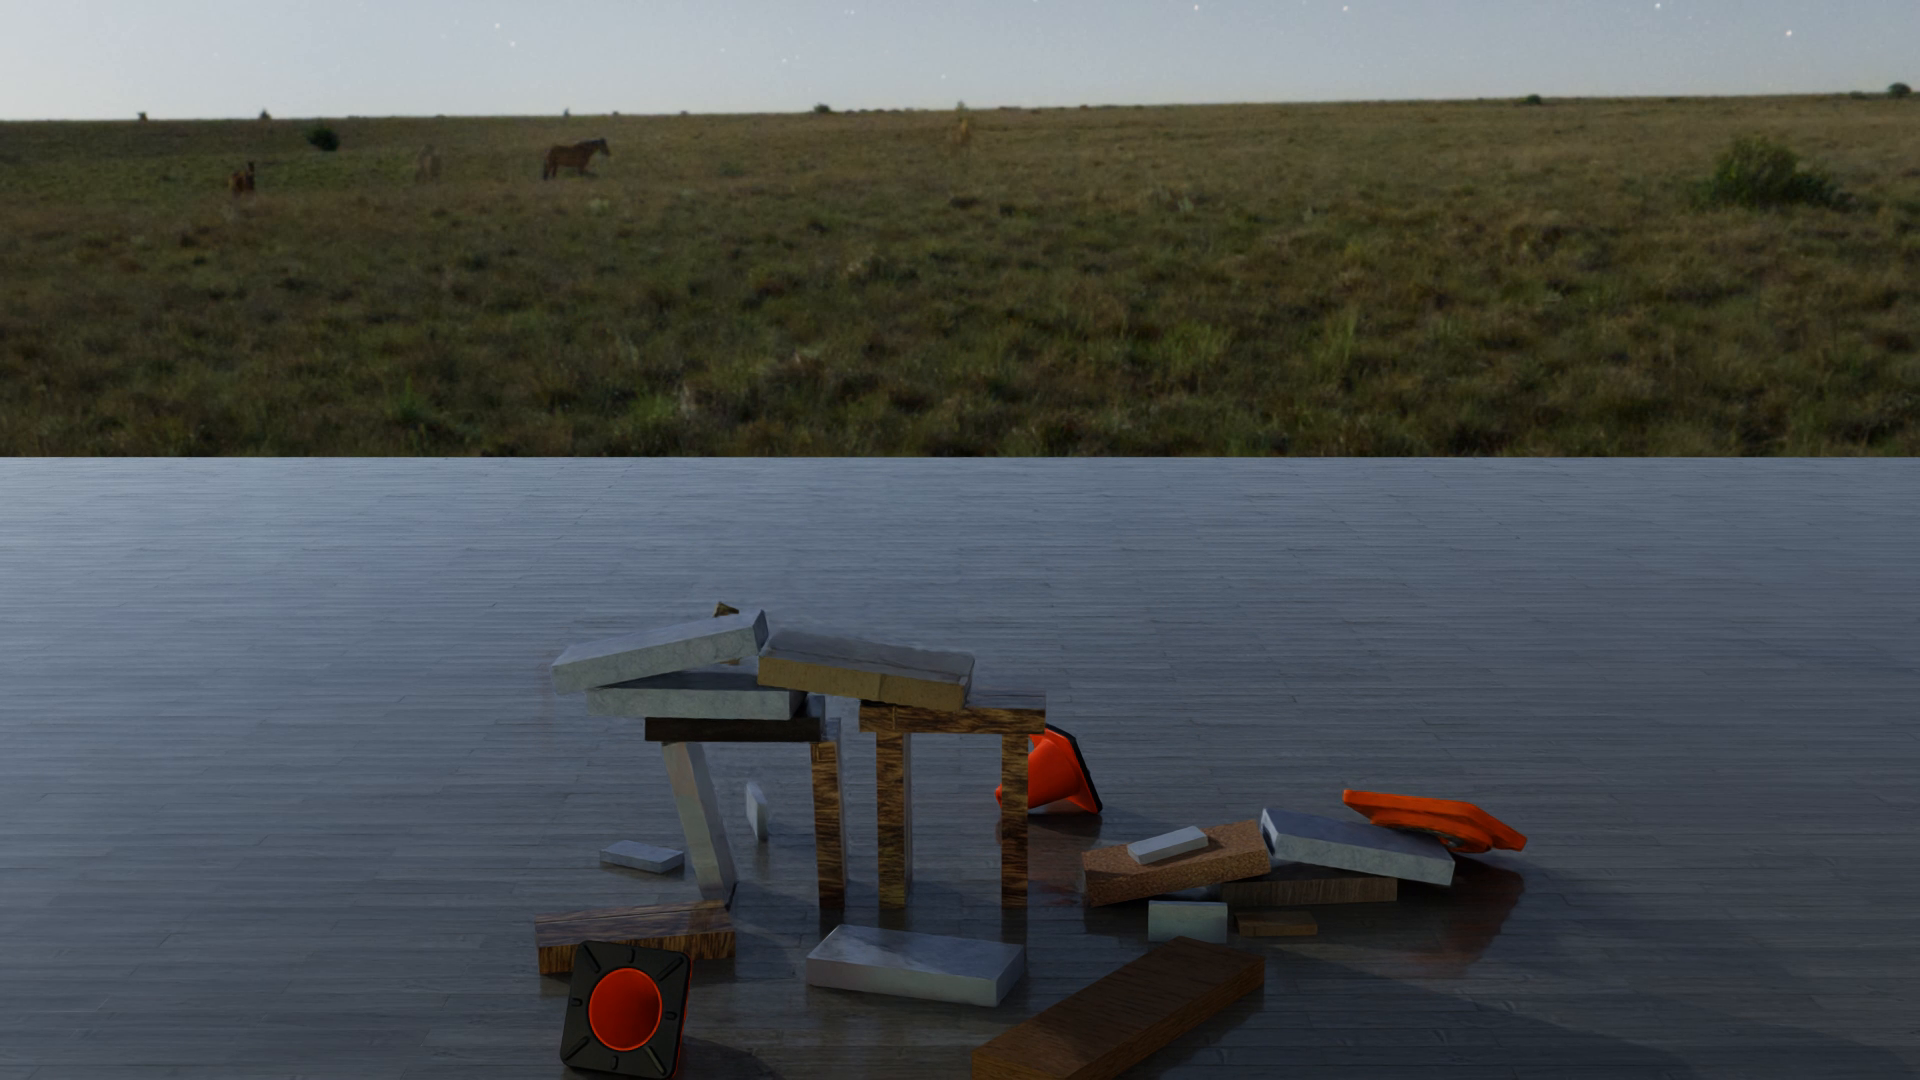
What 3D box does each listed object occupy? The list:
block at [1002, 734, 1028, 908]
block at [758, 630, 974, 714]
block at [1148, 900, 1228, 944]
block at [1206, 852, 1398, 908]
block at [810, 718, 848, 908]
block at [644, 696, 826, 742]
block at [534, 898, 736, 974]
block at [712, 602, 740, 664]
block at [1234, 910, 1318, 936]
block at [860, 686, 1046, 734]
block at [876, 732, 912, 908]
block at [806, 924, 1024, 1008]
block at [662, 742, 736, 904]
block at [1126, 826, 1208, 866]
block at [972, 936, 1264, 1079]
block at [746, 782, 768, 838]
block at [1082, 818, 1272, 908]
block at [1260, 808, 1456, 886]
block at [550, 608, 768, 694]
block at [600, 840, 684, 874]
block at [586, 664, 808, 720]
[{"bbox_3d":[0.090,0.443,3.644,0.042,0.299,0.149,0,11,1],"label":"block"},{"bbox_3d":[-0.150,0.213,3.584,0.331,0.047,0.166,8,14,4],"label":"block"},{"bbox_3d":[0.357,0.599,3.451,0.122,0.061,0.017,1,11,4],"label":"block"},{"bbox_3d":[0.565,0.565,3.687,0.299,0.042,0.149,-1,11,-7],"label":"block"},{"bbox_3d":[-0.216,0.451,3.644,0.040,0.282,0.141,-2,11,0],"label":"block"},{"bbox_3d":[-0.367,0.292,3.613,0.282,0.040,0.141,0,11,0],"label":"block"},{"bbox_3d":[-0.507,0.615,3.421,0.296,0.042,0.148,-3,11,-13],"label":"block"},{"bbox_3d":[-0.414,0.182,3.855,0.067,0.133,0.019,25,-31,-17],"label":"block"},{"bbox_3d":[0.502,0.612,3.505,0.122,0.017,0.061,-1,11,-4],"label":"block"},{"bbox_3d":[-0.009,0.276,3.605,0.299,0.042,0.149,1,11,3],"label":"block"},{"bbox_3d":[-0.108,0.443,3.644,0.042,0.299,0.149,0,11,4],"label":"block"},{"bbox_3d":[-0.066,0.637,3.300,0.296,0.042,0.148,3,11,17],"label":"block"},{"bbox_3d":[-0.431,0.451,3.644,0.040,0.282,0.141,-13,10,2],"label":"block"},{"bbox_3d":[0.346,0.509,3.666,0.122,0.017,0.061,-14,12,-12],"label":"block"},{"bbox_3d":[0.235,0.672,3.111,0.148,0.042,0.534,8,13,36],"label":"block"},{"bbox_3d":[-0.371,0.493,4.011,0.019,0.067,0.133,-3,11,-14],"label":"block"},{"bbox_3d":[0.357,0.537,3.666,0.299,0.042,0.149,-11,12,2],"label":"block"},{"bbox_3d":[0.663,0.513,3.687,0.299,0.042,0.149,9,9,-2],"label":"block"},{"bbox_3d":[-0.486,0.180,3.587,0.331,0.047,0.166,-11,8,3],"label":"block"},{"bbox_3d":[-0.554,0.551,3.829,0.133,0.019,0.067,6,12,30],"label":"block"},{"bbox_3d":[-0.427,0.247,3.608,0.331,0.047,0.166,1,11,7],"label":"block"}]
